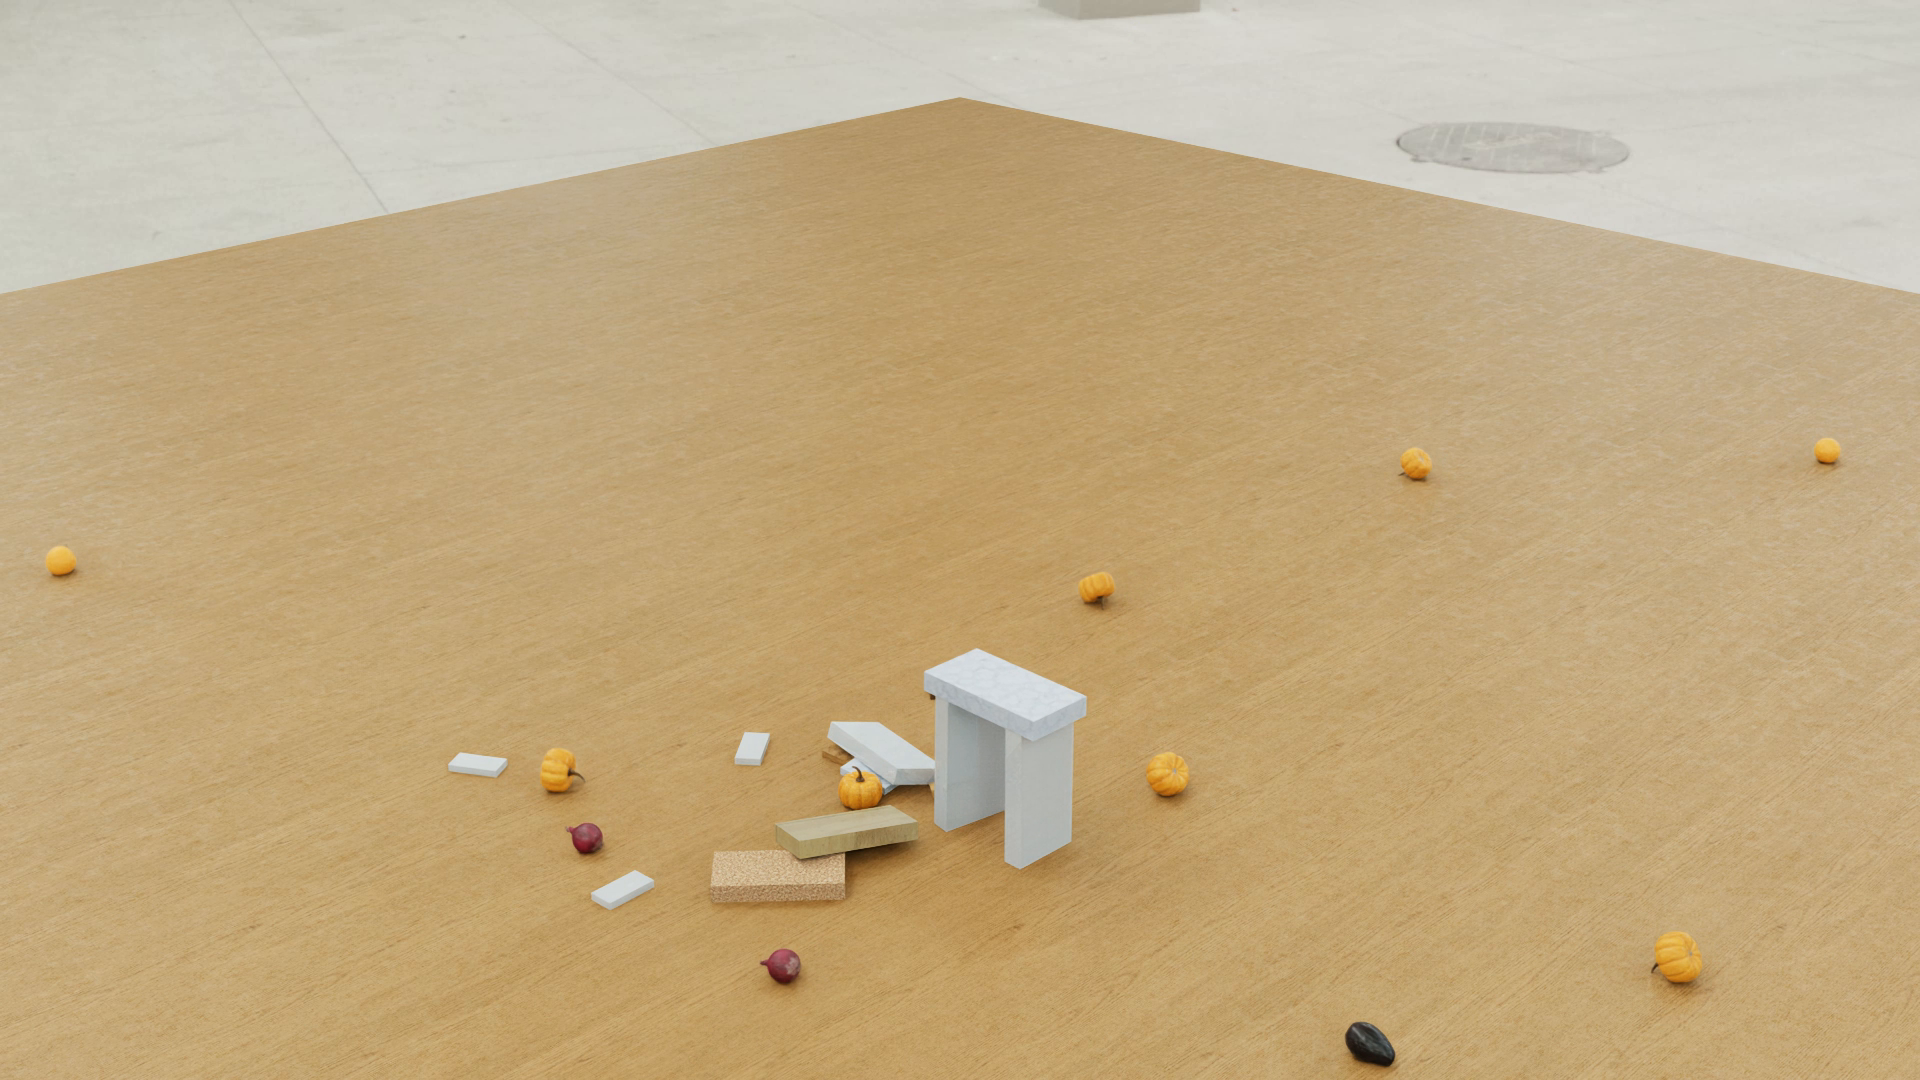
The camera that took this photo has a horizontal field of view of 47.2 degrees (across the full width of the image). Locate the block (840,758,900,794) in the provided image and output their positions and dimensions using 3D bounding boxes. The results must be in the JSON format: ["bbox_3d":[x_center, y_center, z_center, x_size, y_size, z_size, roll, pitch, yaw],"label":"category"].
[{"bbox_3d":[-0.185,0.488,4.559,0.116,0.016,0.058,21,31,29],"label":"block"}]

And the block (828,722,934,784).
[{"bbox_3d":[-0.156,0.446,4.616,0.126,0.036,0.252,5,16,-39],"label":"block"}]

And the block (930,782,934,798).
[{"bbox_3d":[-0.006,0.505,4.518,0.111,0.016,0.055,-10,11,-5],"label":"block"}]

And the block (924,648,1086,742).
[{"bbox_3d":[0.086,0.297,4.253,0.147,0.042,0.294,-21,31,-41],"label":"block"}]

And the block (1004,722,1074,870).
[{"bbox_3d":[0.153,0.476,4.261,0.042,0.294,0.147,21,31,41],"label":"block"}]

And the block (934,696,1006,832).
[{"bbox_3d":[0.022,0.424,4.383,0.147,0.294,0.042,-16,29,-33],"label":"block"}]

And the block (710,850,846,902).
[{"bbox_3d":[-0.346,0.641,4.204,0.252,0.036,0.126,-1,23,-2],"label":"block"}]

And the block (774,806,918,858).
[{"bbox_3d":[-0.223,0.571,4.309,0.252,0.036,0.126,-6,11,-27],"label":"block"}]

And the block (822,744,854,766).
[{"bbox_3d":[-0.231,0.460,4.655,0.116,0.016,0.058,19,30,38],"label":"block"}]

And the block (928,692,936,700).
[{"bbox_3d":[-0.012,0.336,4.948,0.116,0.016,0.058,-3,23,-6],"label":"block"}]

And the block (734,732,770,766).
[{"bbox_3d":[-0.443,0.445,4.691,0.054,0.015,0.115,2,23,5],"label":"block"}]

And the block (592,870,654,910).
[{"bbox_3d":[-0.640,0.665,4.175,0.054,0.015,0.109,19,30,38],"label":"block"}]

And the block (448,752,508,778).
[{"bbox_3d":[-1.014,0.473,4.626,0.109,0.015,0.054,6,24,14],"label":"block"}]
